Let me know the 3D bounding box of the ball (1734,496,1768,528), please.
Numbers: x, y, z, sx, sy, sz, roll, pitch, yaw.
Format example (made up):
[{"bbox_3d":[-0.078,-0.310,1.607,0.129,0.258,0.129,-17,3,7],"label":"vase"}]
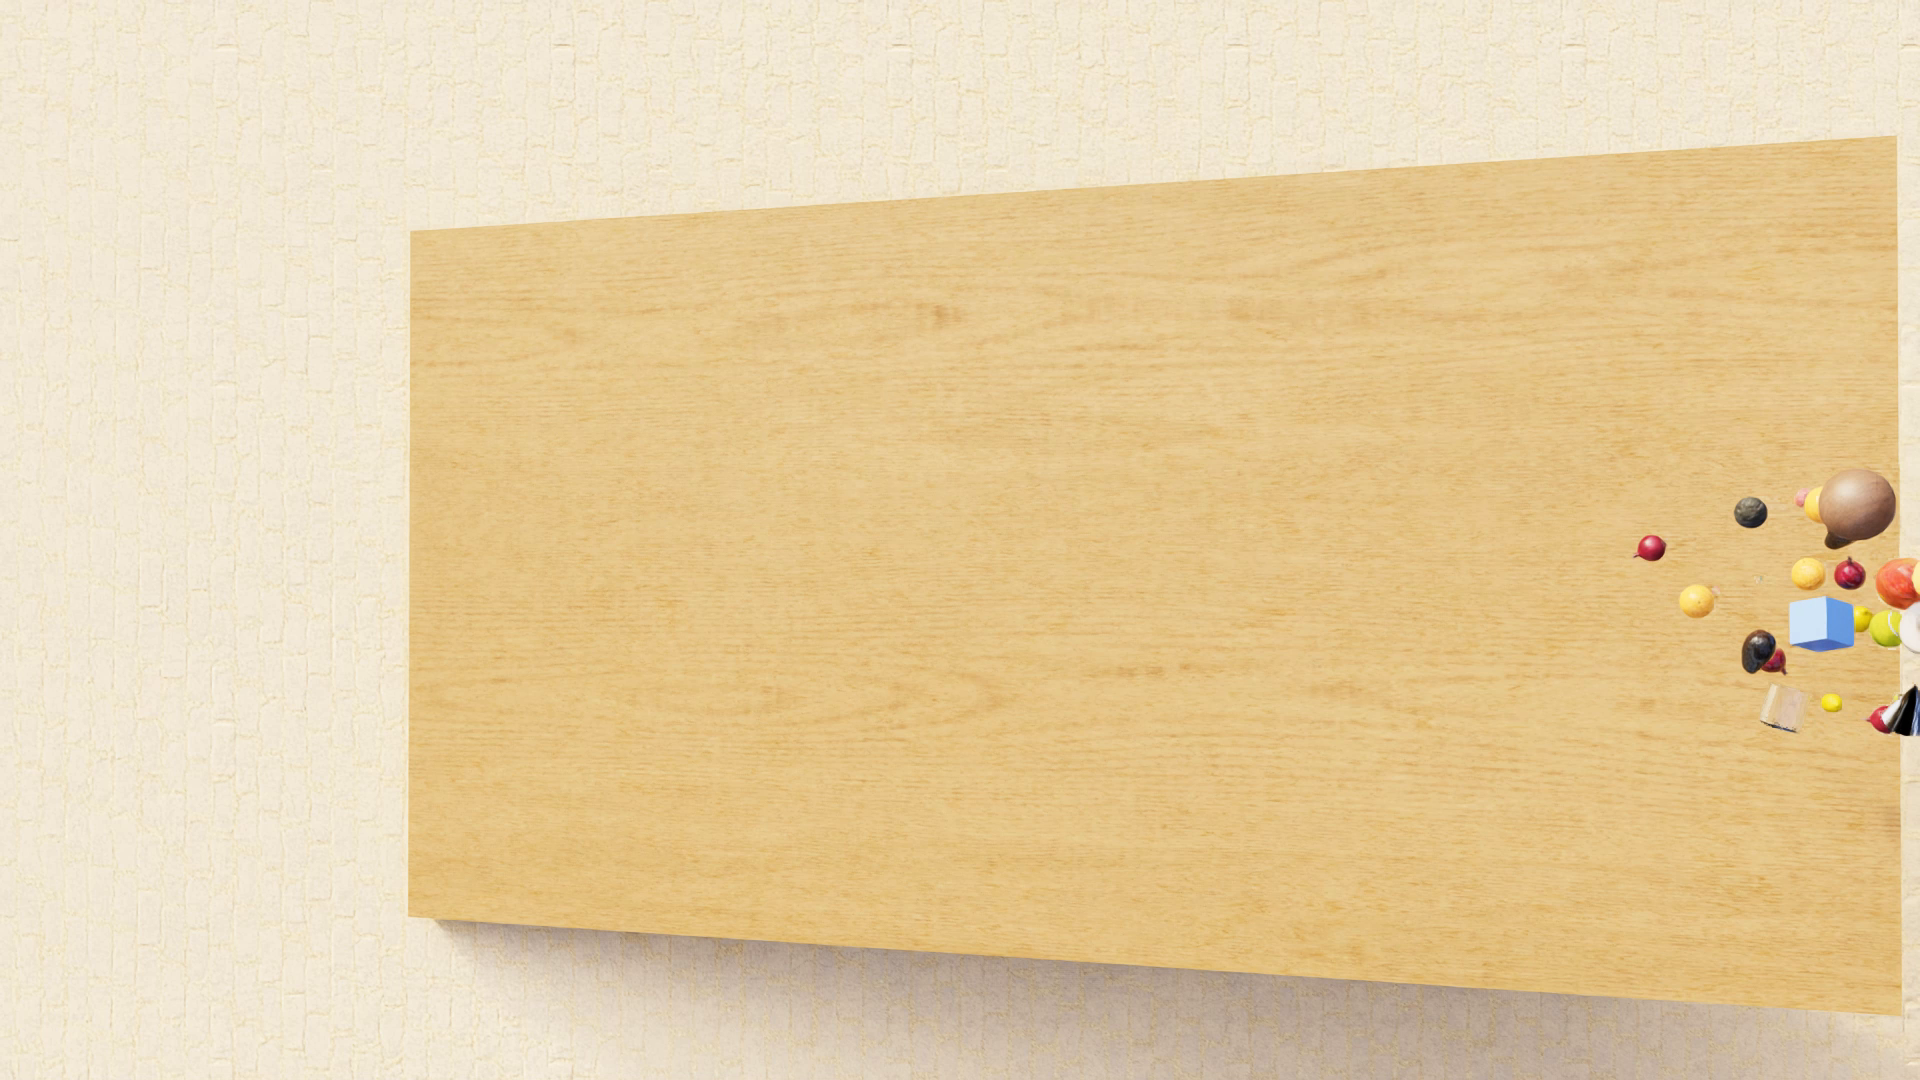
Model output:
[{"bbox_3d":[1.680,-0.058,4.672,0.068,0.068,0.068,0,89,0],"label":"ball"}]

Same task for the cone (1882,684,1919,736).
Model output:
[{"bbox_3d":[1.884,0.321,4.351,0.097,0.097,0.097,-7,126,0],"label":"cone"}]

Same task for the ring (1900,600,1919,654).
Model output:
[{"bbox_3d":[1.729,0.154,3.916,0.037,0.112,0.112,31,89,-35],"label":"ring"}]

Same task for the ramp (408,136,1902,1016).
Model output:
[{"bbox_3d":[0.282,0.088,5.751,4.000,0.100,2.000,0,89,21],"label":"ramp"}]

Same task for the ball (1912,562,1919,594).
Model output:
[{"bbox_3d":[1.614,0.063,3.620,0.086,0.086,0.086,0,89,0],"label":"ball"}]

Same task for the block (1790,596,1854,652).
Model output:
[{"bbox_3d":[1.686,0.166,4.303,0.084,0.084,0.084,14,72,-29],"label":"block"}]

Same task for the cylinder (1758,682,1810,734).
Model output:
[{"bbox_3d":[1.752,0.357,4.671,0.085,0.085,0.085,15,97,0],"label":"cylinder"}]
